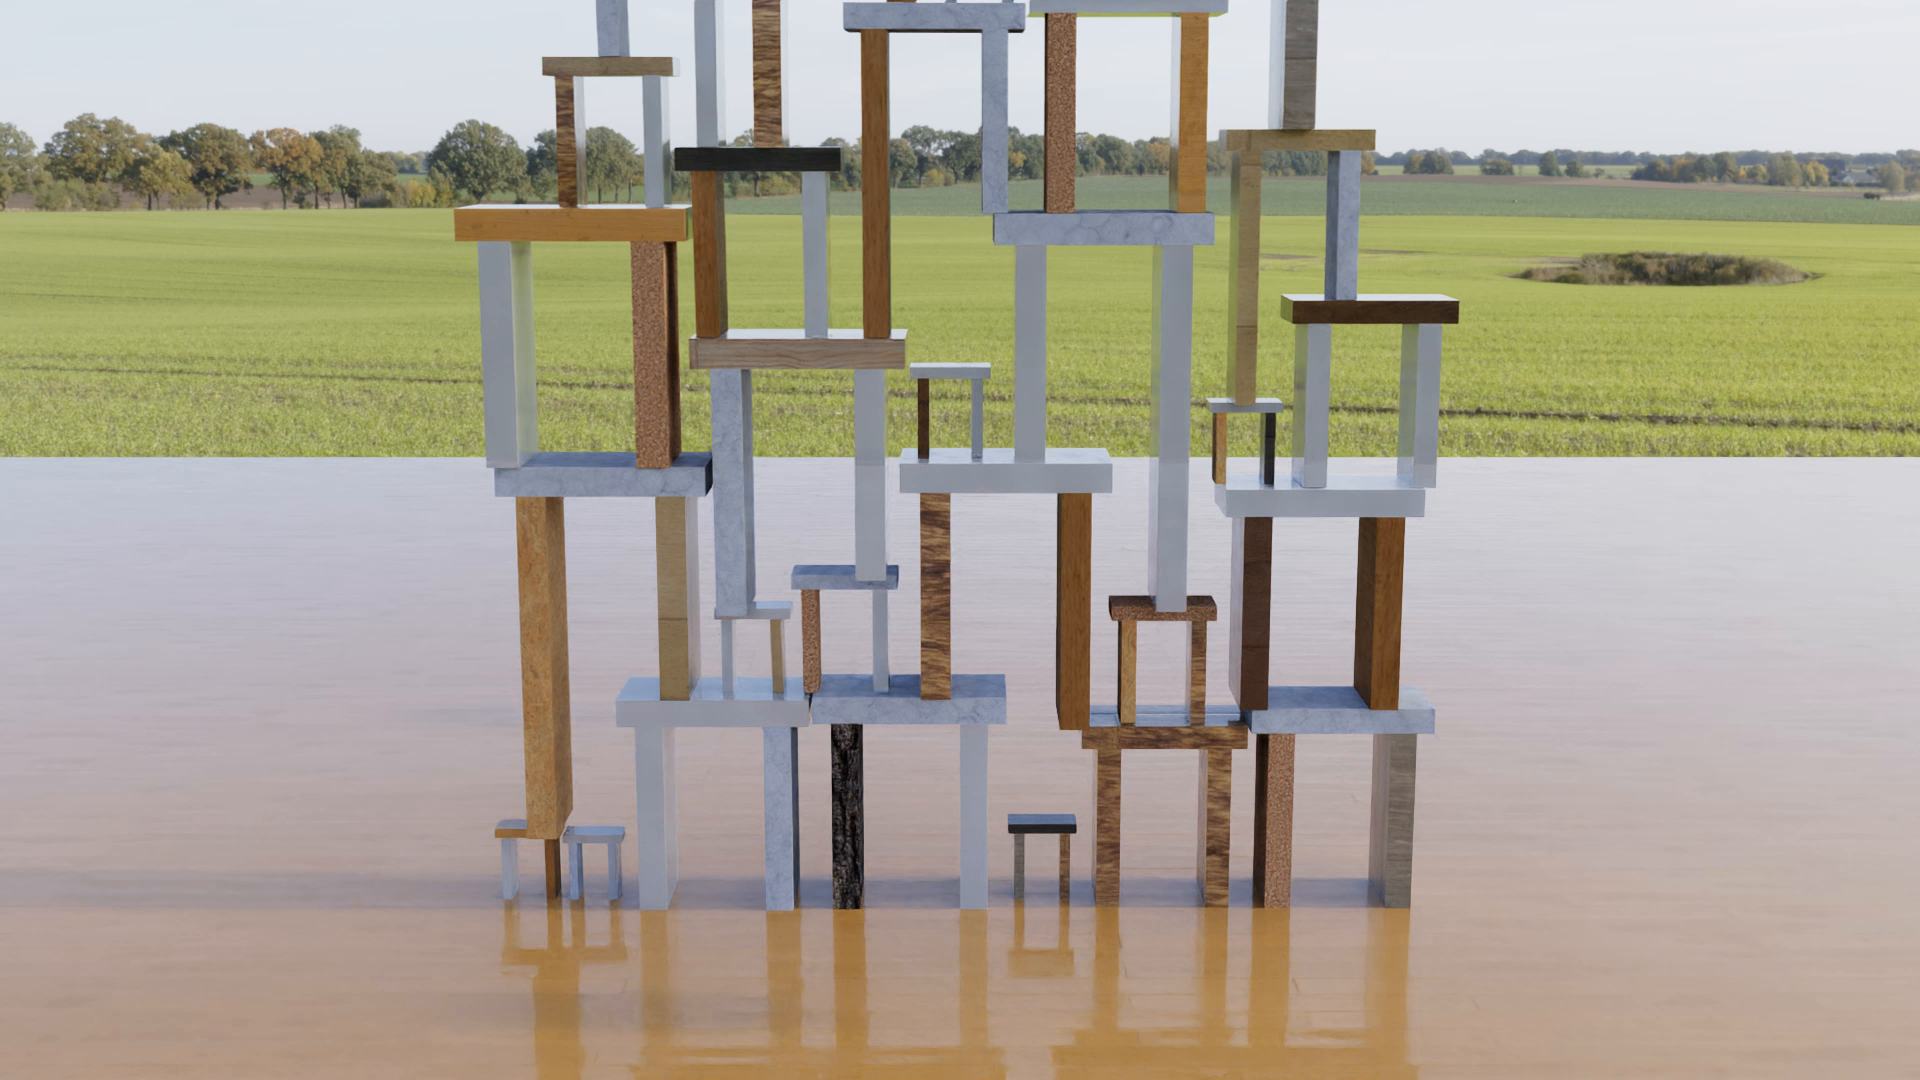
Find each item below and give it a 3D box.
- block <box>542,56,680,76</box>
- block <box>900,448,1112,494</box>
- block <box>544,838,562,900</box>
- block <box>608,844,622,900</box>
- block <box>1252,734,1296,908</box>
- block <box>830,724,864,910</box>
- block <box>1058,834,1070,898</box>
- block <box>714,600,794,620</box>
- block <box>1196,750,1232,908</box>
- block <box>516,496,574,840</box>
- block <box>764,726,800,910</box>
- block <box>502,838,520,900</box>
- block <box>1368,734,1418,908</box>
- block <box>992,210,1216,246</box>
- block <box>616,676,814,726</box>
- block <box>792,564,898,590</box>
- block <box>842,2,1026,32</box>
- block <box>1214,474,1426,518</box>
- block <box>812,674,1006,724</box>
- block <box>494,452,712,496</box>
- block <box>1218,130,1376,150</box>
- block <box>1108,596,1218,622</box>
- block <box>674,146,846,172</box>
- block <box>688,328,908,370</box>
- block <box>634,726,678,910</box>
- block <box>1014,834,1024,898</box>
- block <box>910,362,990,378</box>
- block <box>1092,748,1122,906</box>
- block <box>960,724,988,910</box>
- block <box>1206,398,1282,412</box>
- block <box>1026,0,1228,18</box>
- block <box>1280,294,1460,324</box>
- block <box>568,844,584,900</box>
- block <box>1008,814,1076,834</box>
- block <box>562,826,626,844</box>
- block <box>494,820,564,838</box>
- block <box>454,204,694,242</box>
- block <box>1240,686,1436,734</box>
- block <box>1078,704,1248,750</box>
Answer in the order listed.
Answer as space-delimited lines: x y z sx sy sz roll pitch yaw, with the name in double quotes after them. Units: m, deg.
-0.541 -0.736 3.420 0.201 0.028 0.100 0 11 0 "block"
0.072 -0.112 3.535 0.335 0.047 0.167 0 11 0 "block"
-0.677 0.538 3.658 0.015 0.106 0.053 0 11 0 "block"
-0.573 0.543 3.656 0.014 0.097 0.049 0 11 0 "block"
0.520 0.444 3.646 0.042 0.295 0.148 0 11 0 "block"
-0.186 0.436 3.643 0.044 0.312 0.156 0 11 0 "block"
0.173 0.534 3.662 0.016 0.113 0.056 0 11 0 "block"
-0.335 0.114 3.577 0.122 0.017 0.061 0 11 0 "block"
0.421 0.458 3.646 0.038 0.268 0.134 0 11 0 "block"
-0.678 0.194 3.597 0.047 0.563 0.166 0 11 -1 "block"
-0.294 0.438 3.637 0.044 0.310 0.155 0 11 0 "block"
-0.748 0.538 3.658 0.015 0.106 0.053 0 11 0 "block"
0.716 0.444 3.646 0.042 0.295 0.148 0 11 0 "block"
0.223 -0.494 3.469 0.339 0.048 0.170 0 11 0 "block"
-0.397 0.265 3.605 0.310 0.044 0.155 0 11 0 "block"
-0.186 0.060 3.571 0.170 0.024 0.085 0 11 0 "block"
-0.039 -0.808 3.403 0.277 0.039 0.139 0 11 0 "block"
0.576 -0.072 3.545 0.314 0.044 0.157 0 11 0 "block"
-0.081 0.261 3.611 0.312 0.044 0.156 0 11 0 "block"
-0.567 -0.106 3.541 0.331 0.047 0.166 0 11 -1 "block"
0.526 -0.627 3.446 0.230 0.033 0.115 0 11 0 "block"
0.329 0.111 3.580 0.169 0.024 0.085 0 11 0 "block"
-0.312 -0.598 3.452 0.256 0.036 0.128 0 11 0 "block"
-0.253 -0.304 3.500 0.336 0.048 0.168 0 11 0 "block"
-0.501 0.438 3.637 0.044 0.310 0.155 0 11 0 "block"
0.098 0.534 3.662 0.016 0.113 0.056 0 11 0 "block"
-0.015 -0.270 3.505 0.128 0.018 0.064 0 11 0 "block"
0.242 0.458 3.647 0.038 0.268 0.134 0 10 0 "block"
0.023 0.436 3.643 0.044 0.312 0.156 0 11 0 "block"
0.455 -0.216 3.522 0.115 0.016 0.058 0 11 0 "block"
0.256 -0.834 3.403 0.302 0.043 0.151 0 11 0 "block"
0.648 -0.367 3.491 0.259 0.037 0.130 0 11 0 "block"
-0.638 0.543 3.656 0.014 0.097 0.049 0 11 0 "block"
0.136 0.471 3.650 0.113 0.016 0.056 0 11 0 "block"
-0.606 0.488 3.646 0.097 0.014 0.049 0 11 0 "block"
-0.713 0.478 3.647 0.106 0.015 0.053 0 11 0 "block"
-0.600 -0.500 3.464 0.353 0.050 0.176 0 11 0 "block"
0.618 0.278 3.615 0.295 0.042 0.148 0 11 0 "block"
0.331 0.307 3.619 0.268 0.038 0.134 0 11 0 "block"
